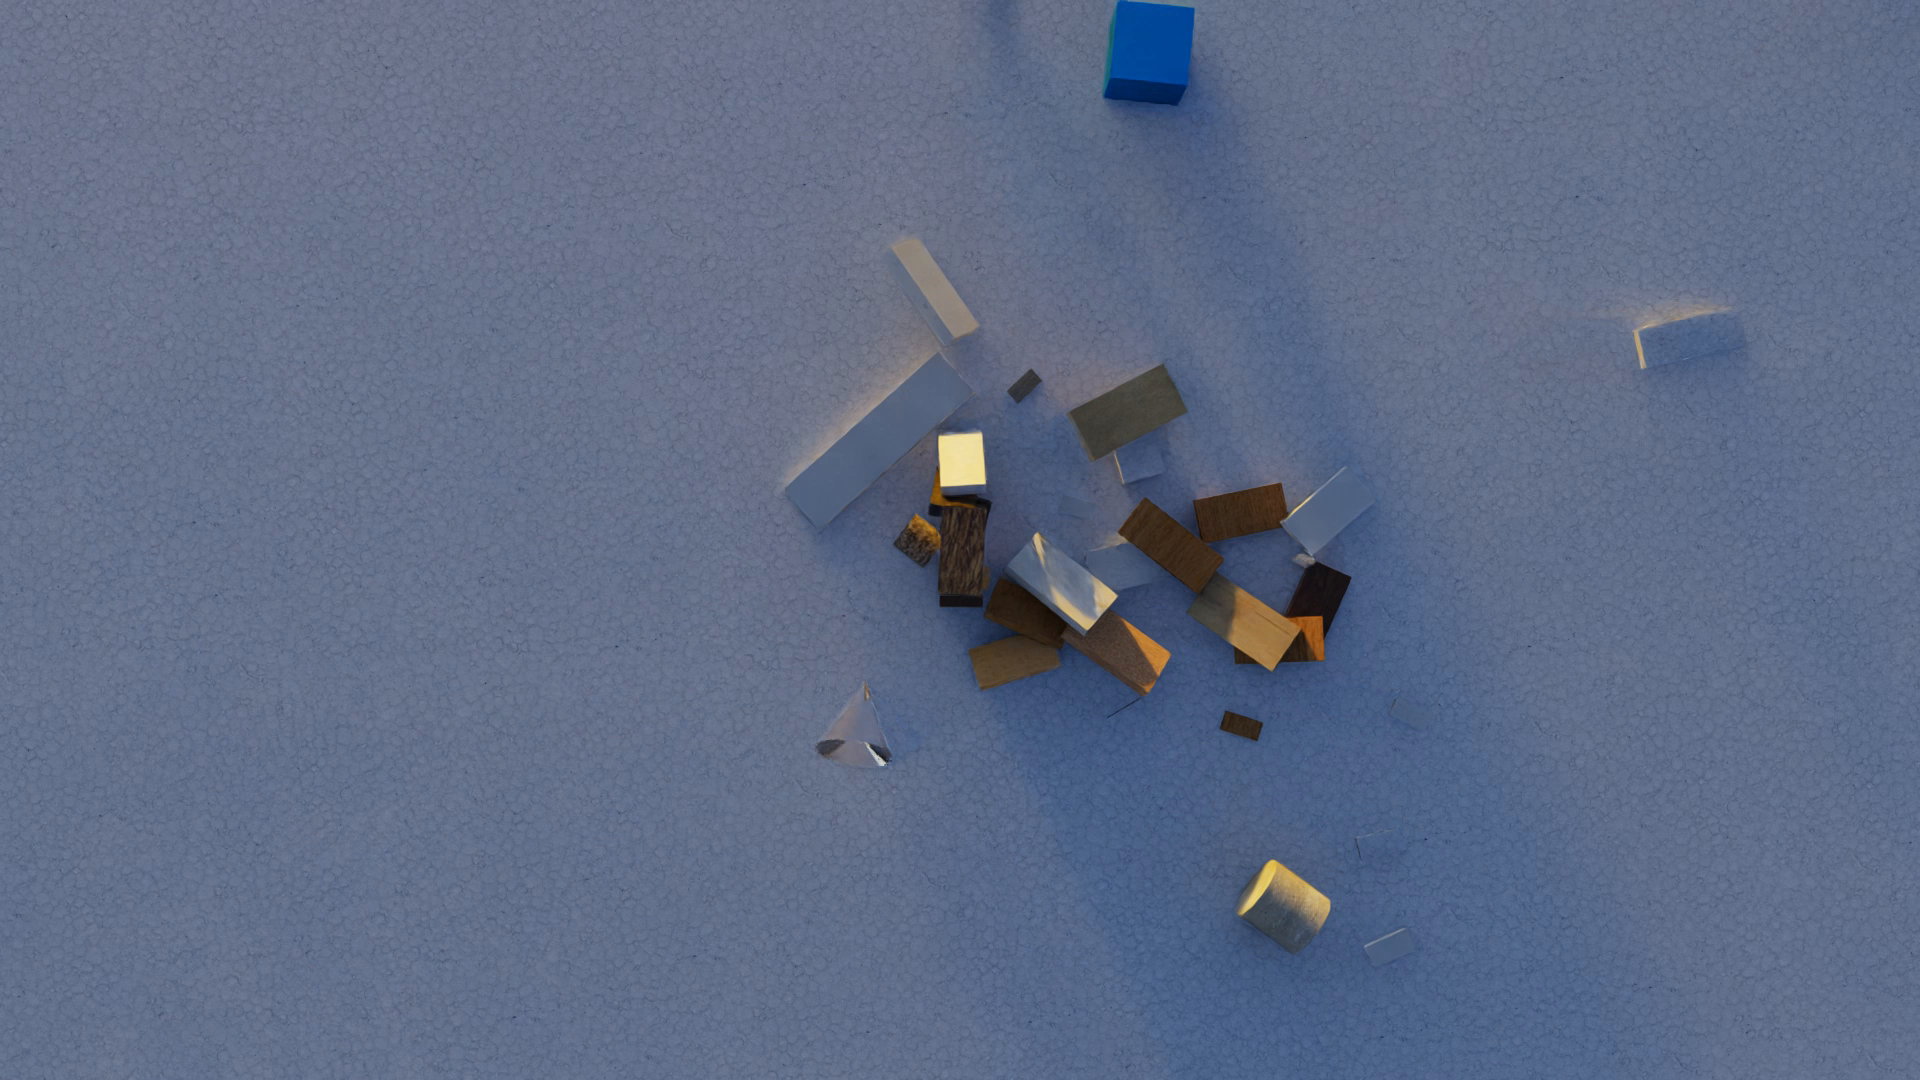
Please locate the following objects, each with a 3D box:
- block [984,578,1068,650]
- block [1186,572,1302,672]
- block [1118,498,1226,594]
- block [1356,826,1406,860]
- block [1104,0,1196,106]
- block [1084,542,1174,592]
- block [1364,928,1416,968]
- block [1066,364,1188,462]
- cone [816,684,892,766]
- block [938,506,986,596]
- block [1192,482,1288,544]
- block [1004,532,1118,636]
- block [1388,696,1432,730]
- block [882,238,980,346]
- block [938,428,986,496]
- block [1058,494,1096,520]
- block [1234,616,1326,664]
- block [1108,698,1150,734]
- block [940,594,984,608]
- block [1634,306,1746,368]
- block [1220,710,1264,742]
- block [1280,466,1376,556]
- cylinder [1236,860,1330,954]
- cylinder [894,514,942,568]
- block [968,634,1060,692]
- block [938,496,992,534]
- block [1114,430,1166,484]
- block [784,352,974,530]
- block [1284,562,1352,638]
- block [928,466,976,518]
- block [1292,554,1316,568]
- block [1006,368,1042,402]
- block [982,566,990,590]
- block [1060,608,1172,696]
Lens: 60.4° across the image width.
[{"bbox_3d":[0.230,0.243,5.448,0.276,0.039,0.138,23,61,0],"label":"block"},{"bbox_3d":[0.933,0.267,5.428,0.338,0.048,0.169,35,93,15],"label":"block"},{"bbox_3d":[0.696,0.018,5.438,0.331,0.041,0.145,38,90,0],"label":"block"},{"bbox_3d":[1.399,1.011,5.489,0.152,0.022,0.076,-15,90,0],"label":"block"},{"bbox_3d":[0.614,-1.584,5.376,0.248,0.248,0.248,6,90,0],"label":"block"},{"bbox_3d":[0.577,0.078,5.479,0.304,0.042,0.147,-13,90,0],"label":"block"},{"bbox_3d":[1.431,1.356,5.489,0.152,0.022,0.076,-25,90,0],"label":"block"},{"bbox_3d":[0.549,-0.418,5.420,0.359,0.051,0.180,-28,92,-10],"label":"block"},{"bbox_3d":[-0.329,0.585,5.444,0.251,0.251,0.251,8,63,0],"label":"cone"},{"bbox_3d":[0.007,0.034,5.203,0.138,0.039,0.276,4,88,0],"label":"block"},{"bbox_3d":[0.935,-0.089,5.479,0.293,0.042,0.147,-12,90,0],"label":"block"},{"bbox_3d":[0.332,0.143,5.414,0.338,0.048,0.169,39,65,10],"label":"block"},{"bbox_3d":[1.499,0.579,5.491,0.129,0.018,0.064,26,90,0],"label":"block"},{"bbox_3d":[-0.095,-0.815,5.412,0.051,0.180,0.359,-35,90,35],"label":"block"},{"bbox_3d":[0.006,-0.256,5.381,0.143,0.285,0.040,-3,132,0],"label":"block"},{"bbox_3d":[0.389,-0.109,5.492,0.112,0.016,0.056,16,90,0],"label":"block"},{"bbox_3d":[1.051,0.331,5.437,0.290,0.041,0.145,-3,83,14],"label":"block"},{"bbox_3d":[0.561,0.587,5.491,0.129,0.018,0.064,-31,90,0],"label":"block"},{"bbox_3d":[0.004,0.193,5.362,0.138,0.276,0.039,1,90,0],"label":"block"},{"bbox_3d":[2.424,-0.672,5.481,0.339,0.037,0.132,-13,90,0],"label":"block"},{"bbox_3d":[0.937,0.619,5.491,0.129,0.018,0.064,18,90,0],"label":"block"},{"bbox_3d":[1.217,-0.095,5.456,0.293,0.042,0.147,-40,92,-8],"label":"block"},{"bbox_3d":[1.056,1.200,5.392,0.216,0.216,0.216,36,90,0],"label":"cylinder"},{"bbox_3d":[-0.131,0.002,5.436,0.127,0.127,0.127,38,90,0],"label":"cylinder"},{"bbox_3d":[0.180,0.391,5.450,0.276,0.039,0.138,-17,67,-2],"label":"block"},{"bbox_3d":[0.019,-0.074,5.367,0.138,0.276,0.039,17,116,0],"label":"block"},{"bbox_3d":[0.573,-0.343,5.480,0.143,0.040,0.285,-16,90,0],"label":"block"},{"bbox_3d":[-0.268,-0.328,5.475,0.685,0.051,0.180,-42,90,0],"label":"block"},{"bbox_3d":[1.173,0.226,5.479,0.145,0.041,0.290,24,90,0],"label":"block"},{"bbox_3d":[-0.018,-0.150,5.364,0.143,0.285,0.040,9,117,0],"label":"block"},{"bbox_3d":[1.134,0.068,5.444,0.056,0.112,0.016,24,84,0],"label":"block"},{"bbox_3d":[0.214,-0.512,5.492,0.112,0.016,0.056,-43,90,0],"label":"block"},{"bbox_3d":[0.027,0.108,5.361,0.138,0.276,0.039,14,97,0],"label":"block"},{"bbox_3d":[0.514,0.347,5.433,0.338,0.048,0.169,36,60,-1],"label":"block"}]
